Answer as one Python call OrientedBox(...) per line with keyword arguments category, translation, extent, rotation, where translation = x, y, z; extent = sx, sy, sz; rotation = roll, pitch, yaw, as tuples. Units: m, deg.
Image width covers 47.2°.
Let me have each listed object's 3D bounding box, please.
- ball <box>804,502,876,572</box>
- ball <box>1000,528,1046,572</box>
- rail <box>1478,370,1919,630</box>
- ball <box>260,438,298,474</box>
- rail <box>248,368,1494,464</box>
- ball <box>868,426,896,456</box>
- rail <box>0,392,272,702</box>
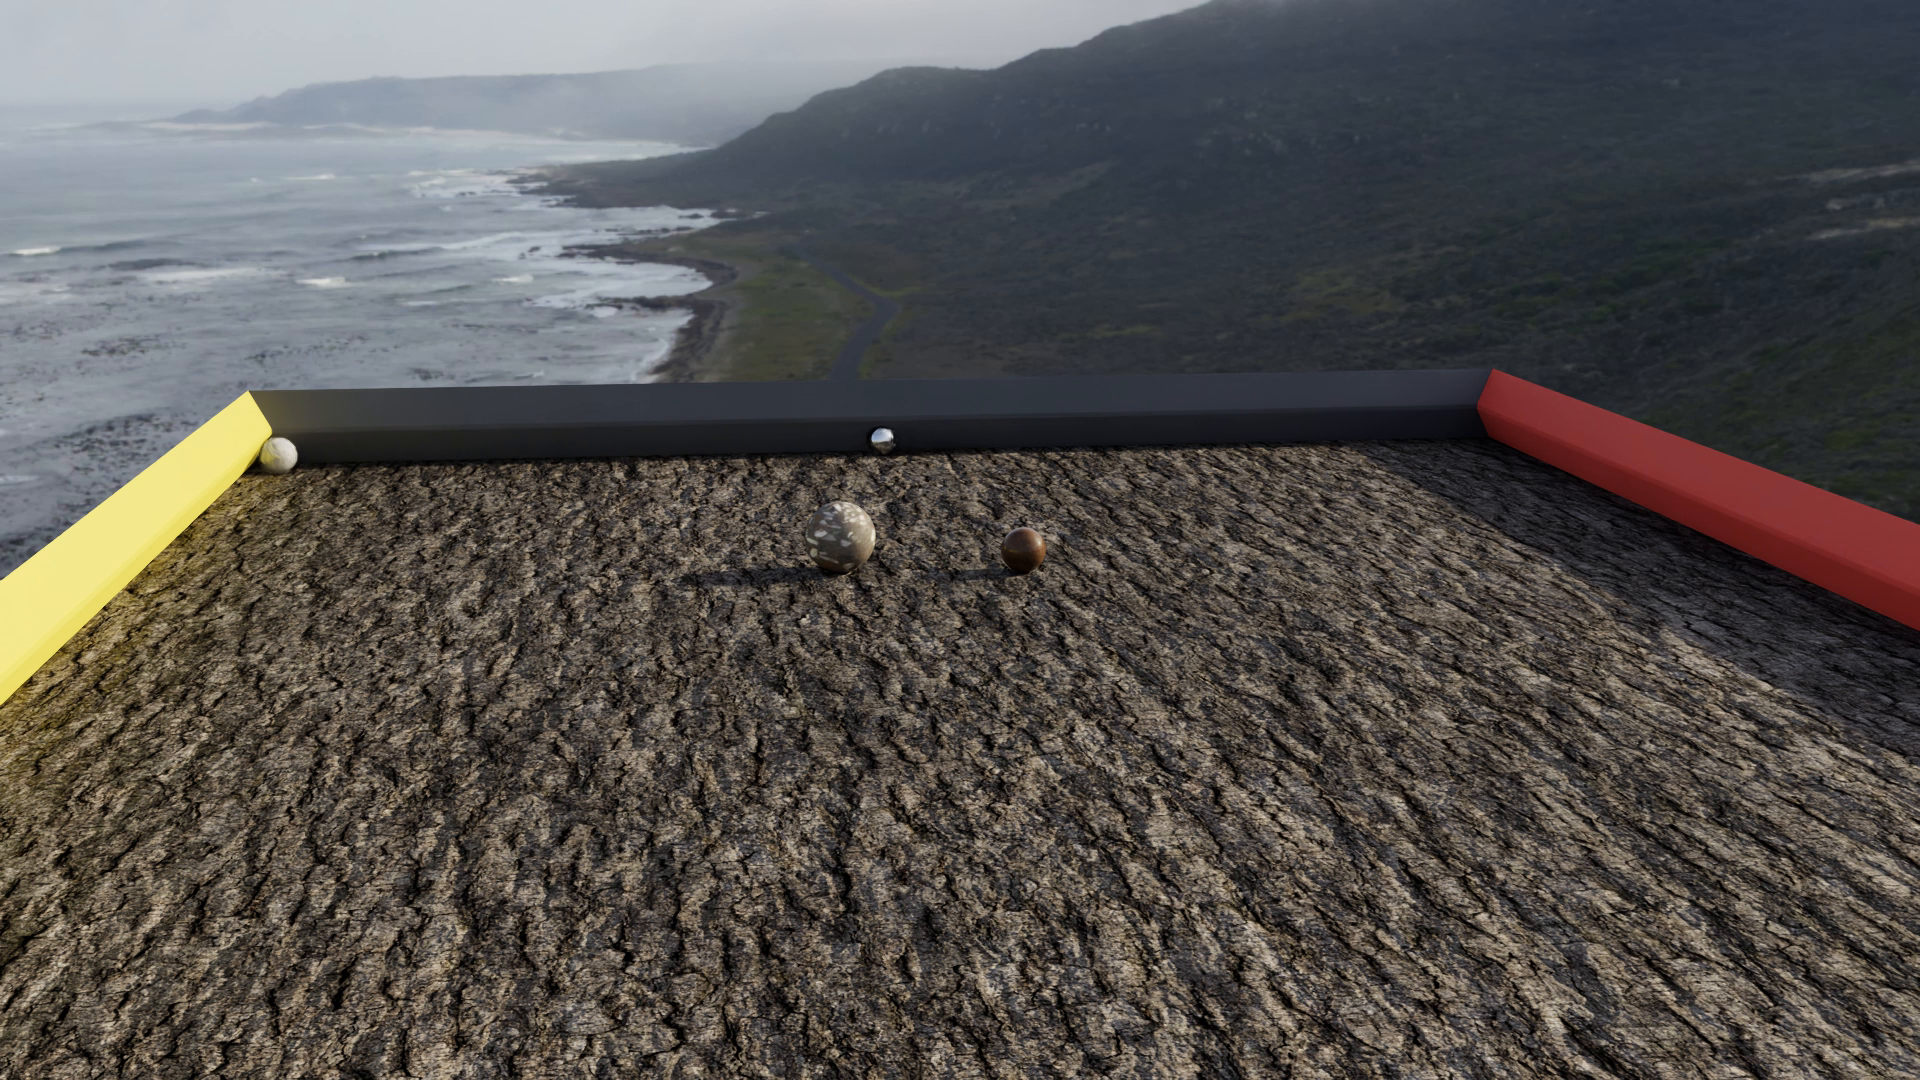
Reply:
OrientedBox(category="ball", translation=(-0.165, -0.004, 3.038), extent=(0.099, 0.099, 0.099), rotation=(0, 12, 0))
OrientedBox(category="ball", translation=(0.088, 0.014, 3.041), extent=(0.063, 0.063, 0.063), rotation=(0, 12, 0))
OrientedBox(category="rail", translation=(1.225, 0.141, 2.287), extent=(0.045, 0.128, 3.832), rotation=(-2, 12, -7))
OrientedBox(category="ball", translation=(-1.171, -0.145, 3.776), extent=(0.063, 0.063, 0.063), rotation=(0, 12, 0))
OrientedBox(category="rail", translation=(-0.120, -0.224, 3.982), extent=(2.270, 0.128, 0.045), rotation=(-2, 12, -7))
OrientedBox(category="ball", translation=(-0.140, -0.178, 3.954), extent=(0.053, 0.053, 0.053), rotation=(0, 12, 0))
OrientedBox(category="rail", translation=(-0.979, 0.201, 2.008), extent=(0.045, 0.128, 3.832), rotation=(-2, 12, -7))
